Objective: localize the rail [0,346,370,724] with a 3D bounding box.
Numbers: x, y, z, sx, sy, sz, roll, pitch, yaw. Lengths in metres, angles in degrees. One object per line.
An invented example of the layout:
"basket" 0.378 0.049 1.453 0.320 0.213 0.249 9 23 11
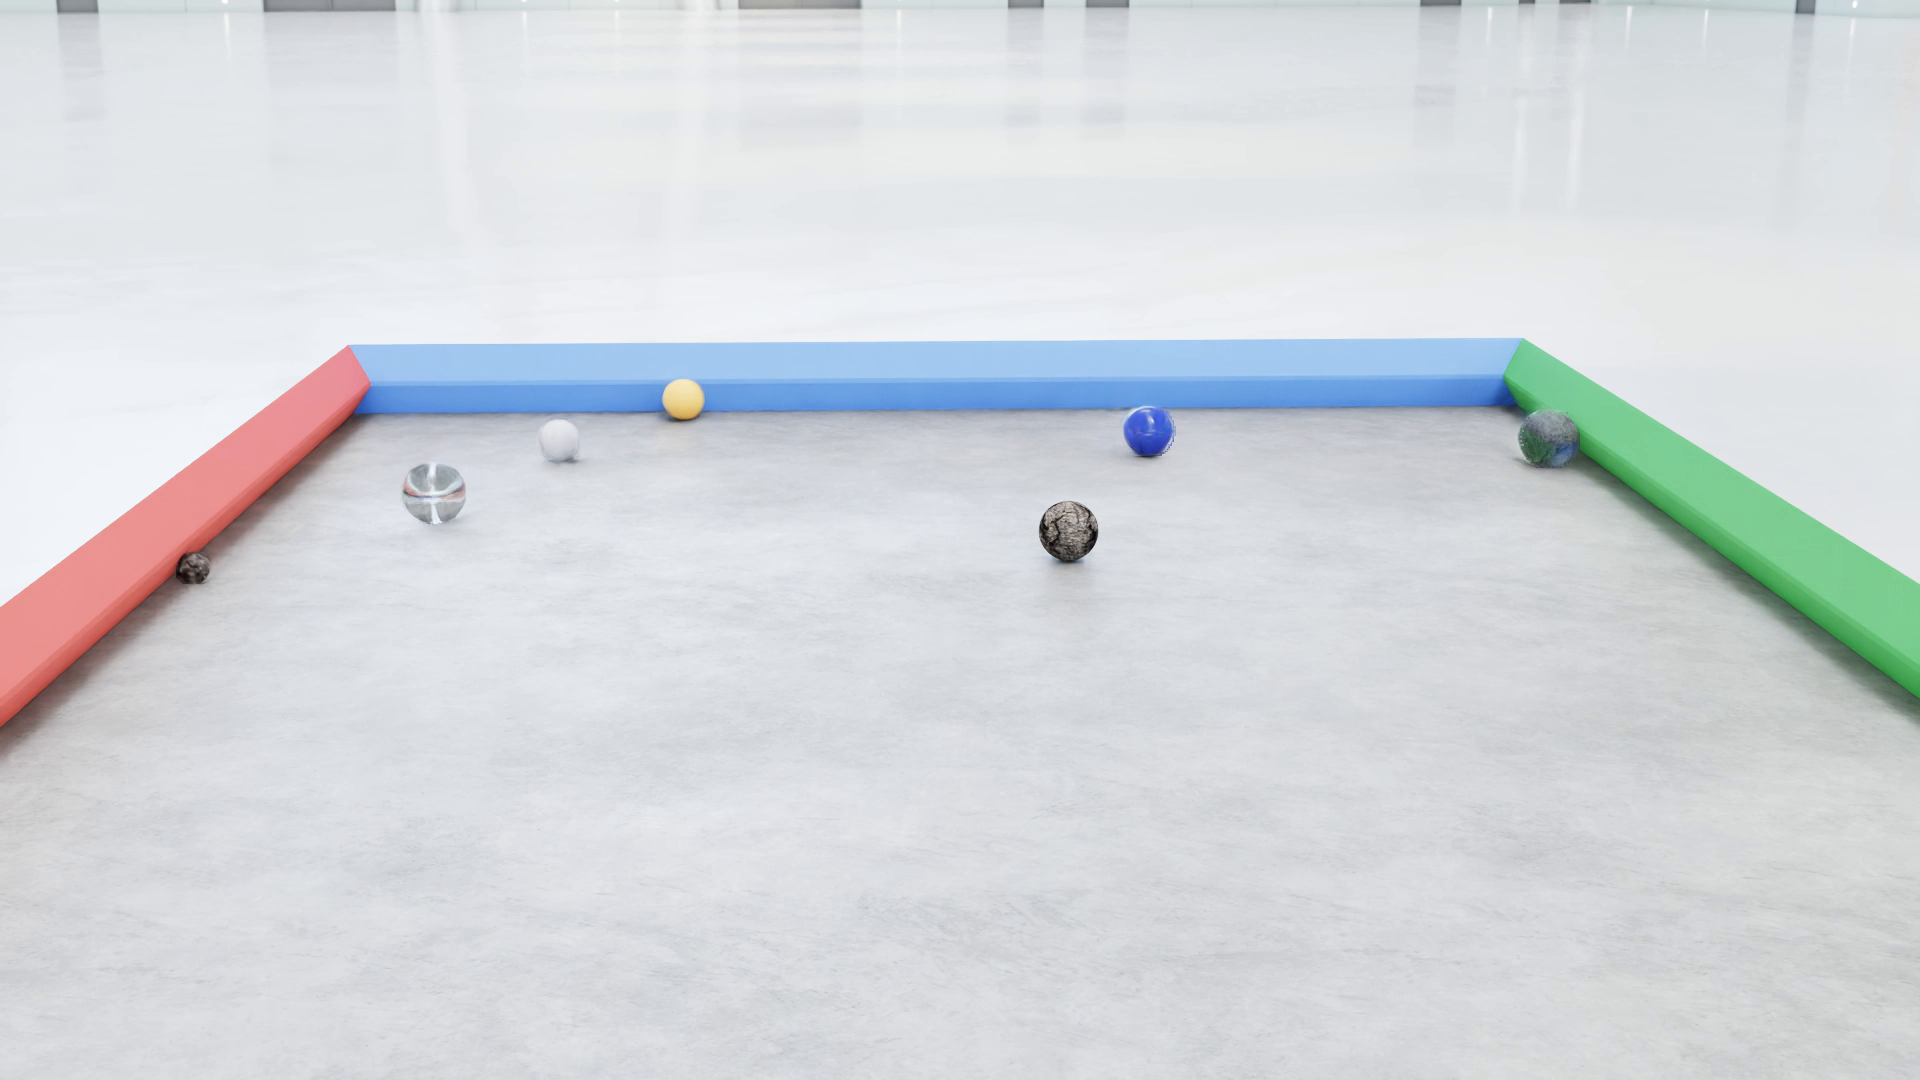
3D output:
"rail" -0.967 0.249 1.870 0.045 0.119 4.028 -1 15 -2

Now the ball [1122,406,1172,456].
"ball" 0.299 -0.174 3.503 0.079 0.079 0.079 0 15 0

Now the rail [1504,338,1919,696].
"rail" 1.034 0.232 1.935 0.045 0.119 4.028 -1 15 -2

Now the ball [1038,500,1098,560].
"ball" 0.144 -0.012 2.909 0.080 0.080 0.080 0 15 0

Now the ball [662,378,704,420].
"ball" -0.475 -0.241 3.766 0.070 0.070 0.070 0 15 0

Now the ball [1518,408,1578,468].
"ball" 0.916 -0.159 3.424 0.092 0.092 0.092 0 15 0

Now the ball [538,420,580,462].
"ball" -0.632 -0.157 3.467 0.066 0.066 0.066 0 15 0

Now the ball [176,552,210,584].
"ball" -0.979 0.036 2.808 0.040 0.040 0.040 0 15 0

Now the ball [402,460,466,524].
"ball" -0.740 -0.067 3.093 0.089 0.089 0.089 0 15 0

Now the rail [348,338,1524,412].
"rail" -0.033 -0.282 3.822 2.049 0.119 0.045 -1 15 -2
